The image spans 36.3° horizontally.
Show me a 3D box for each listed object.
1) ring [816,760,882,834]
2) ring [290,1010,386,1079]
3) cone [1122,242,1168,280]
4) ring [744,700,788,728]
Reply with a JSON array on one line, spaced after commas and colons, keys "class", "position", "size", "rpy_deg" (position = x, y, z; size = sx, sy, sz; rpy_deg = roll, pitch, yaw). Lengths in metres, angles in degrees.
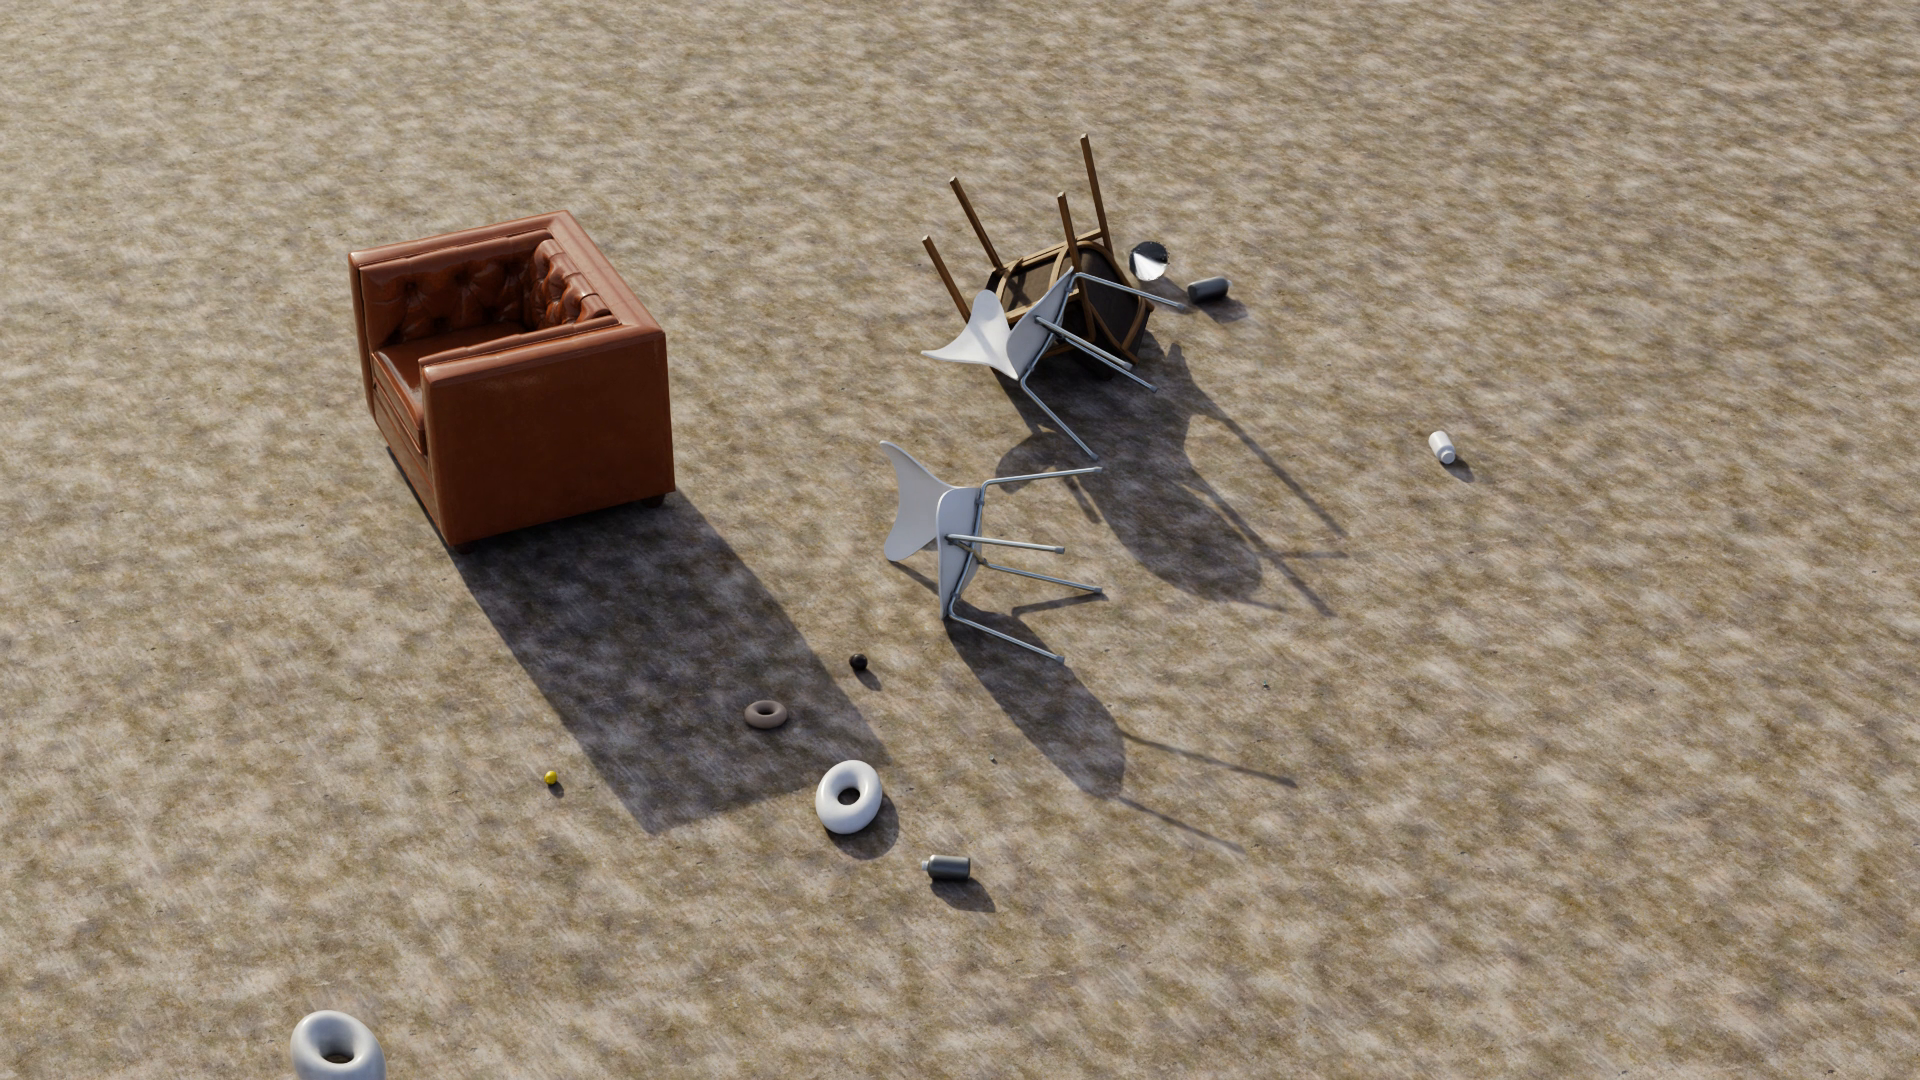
[{"class": "ring", "position": [-0.364, 0.841, 9.604], "size": [0.218, 0.072, 0.358], "rpy_deg": [2, 34, 4]}, {"class": "ring", "position": [-1.807, 1.510, 8.523], "size": [0.244, 0.144, 0.386], "rpy_deg": [-23, 39, -28]}, {"class": "cone", "position": [0.761, -1.247, 12.761], "size": [0.181, 0.173, 0.322], "rpy_deg": [-7, 19, -16]}, {"class": "ring", "position": [-0.662, 0.595, 9.998], "size": [0.149, 0.049, 0.125], "rpy_deg": [-1, 34, -3]}]
